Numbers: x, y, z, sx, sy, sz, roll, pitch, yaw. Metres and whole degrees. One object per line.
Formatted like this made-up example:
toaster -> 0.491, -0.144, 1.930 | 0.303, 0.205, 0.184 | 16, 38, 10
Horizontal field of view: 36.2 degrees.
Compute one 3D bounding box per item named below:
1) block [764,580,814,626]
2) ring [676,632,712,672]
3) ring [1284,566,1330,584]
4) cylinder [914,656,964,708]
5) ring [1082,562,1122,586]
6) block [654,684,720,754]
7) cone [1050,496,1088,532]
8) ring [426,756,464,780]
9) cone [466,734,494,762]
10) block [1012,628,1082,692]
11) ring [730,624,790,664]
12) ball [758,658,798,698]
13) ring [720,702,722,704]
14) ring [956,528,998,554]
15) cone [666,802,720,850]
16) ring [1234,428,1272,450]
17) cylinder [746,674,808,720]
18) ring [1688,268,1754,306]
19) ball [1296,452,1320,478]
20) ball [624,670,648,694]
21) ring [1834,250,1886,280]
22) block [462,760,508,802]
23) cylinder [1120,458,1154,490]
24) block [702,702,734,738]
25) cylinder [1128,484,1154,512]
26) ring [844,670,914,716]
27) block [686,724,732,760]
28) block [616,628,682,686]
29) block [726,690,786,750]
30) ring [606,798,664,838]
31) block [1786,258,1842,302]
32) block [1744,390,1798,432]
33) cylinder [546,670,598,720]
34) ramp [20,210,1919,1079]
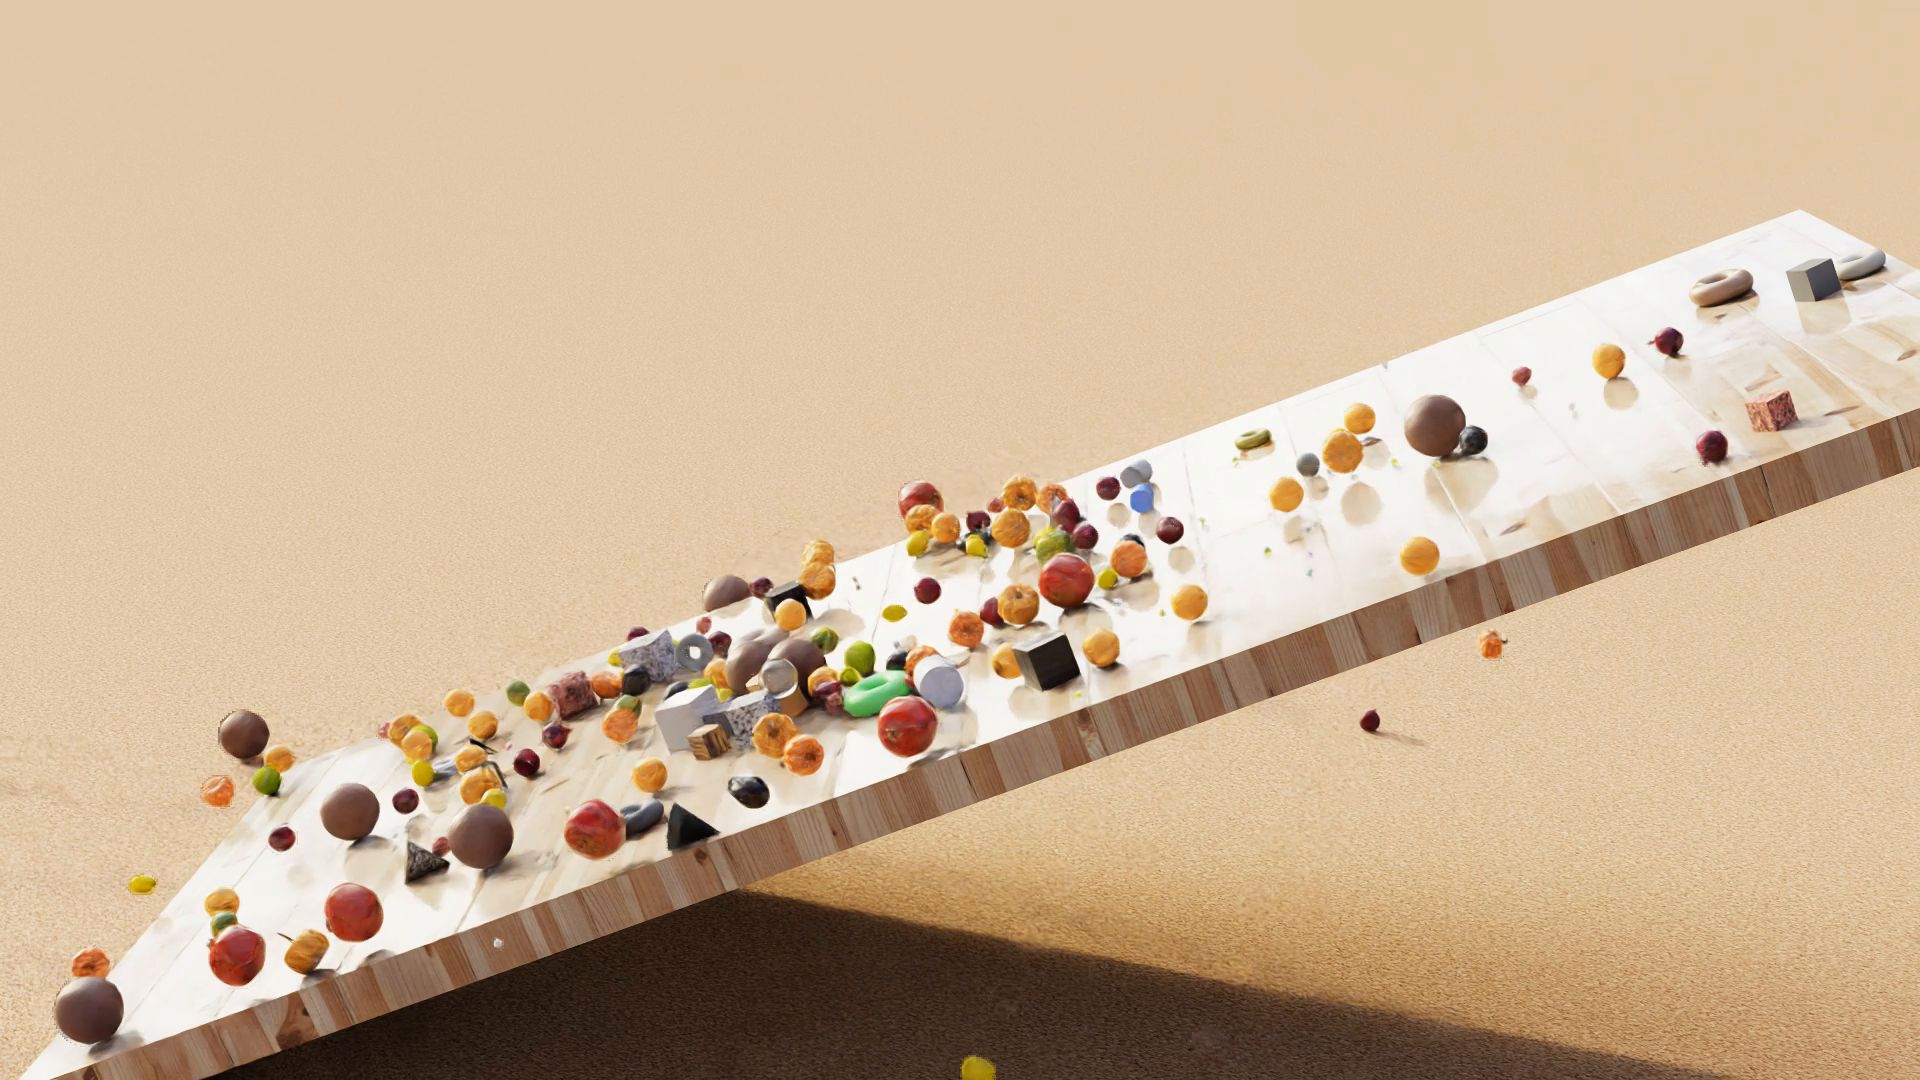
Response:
block -> -0.403, 0.151, 6.893 | 0.079, 0.079, 0.079 | -24, 12, -12
ring -> -0.609, 0.258, 6.749 | 0.092, 0.092, 0.031 | 7, -3, 26
ring -> 0.657, 0.067, 5.548 | 0.091, 0.030, 0.091 | 3, 5, 0
cylinder -> -0.042, 0.273, 5.670 | 0.085, 0.085, 0.085 | -2, 12, -9
ring -> 0.297, 0.071, 6.126 | 0.090, 0.030, 0.090 | -20, 12, 4
block -> -0.559, 0.373, 6.127 | 0.097, 0.097, 0.097 | -14, 14, 32
cone -> 0.253, -0.054, 6.745 | 0.082, 0.082, 0.082 | 9, 15, 11
ring -> -1.179, 0.522, 6.731 | 0.093, 0.031, 0.093 | -20, 12, 4
cone -> -1.094, 0.484, 6.751 | 0.063, 0.063, 0.063 | 15, 8, -20
block -> 0.162, 0.226, 5.533 | 0.084, 0.084, 0.084 | -25, 12, -17
ring -> -0.456, 0.235, 6.683 | 0.148, 0.049, 0.148 | -21, 13, 5
ball -> -0.366, 0.278, 5.927 | 0.081, 0.081, 0.081 | 0, 13, 0
ring -> -0.547, 0.373, 6.257 | 0.103, 0.034, 0.103 | -17, 13, 4
ring -> 0.038, 0.000, 6.894 | 0.105, 0.035, 0.105 | -20, 12, 4
cone -> -0.486, 0.533, 5.416 | 0.091, 0.091, 0.091 | 7, 14, 5
ring -> 0.680, -0.234, 6.813 | 0.091, 0.030, 0.091 | -20, 12, 4
cylinder -> -0.375, 0.317, 6.034 | 0.095, 0.095, 0.095 | -26, 11, 5
ring -> 1.668, -0.555, 6.448 | 0.144, 0.048, 0.144 | -20, 13, 5
ball -> 0.746, -0.162, 6.307 | 0.054, 0.054, 0.054 | 0, 13, 0
ball -> -0.749, 0.326, 6.781 | 0.055, 0.055, 0.055 | 0, 13, 0
ring -> 1.892, -0.580, 6.188 | 0.112, 0.037, 0.112 | -22, 11, 5
block -> -1.029, 0.522, 6.379 | 0.064, 0.064, 0.064 | -27, 13, -24
cylinder -> 0.412, -0.153, 6.855 | 0.057, 0.057, 0.057 | 7, 24, 28
block -> -0.487, 0.374, 6.088 | 0.059, 0.059, 0.059 | -14, 14, 33
cylinder -> 0.407, -0.093, 6.600 | 0.053, 0.053, 0.053 | 2, 15, 7
ring -> -0.160, 0.304, 5.845 | 0.149, 0.050, 0.149 | -20, 13, 5
block -> -0.510, 0.411, 5.974 | 0.055, 0.055, 0.055 | -31, 15, -37
block -> -0.722, 0.278, 6.849 | 0.096, 0.096, 0.096 | -16, 13, 25
block -> -0.413, 0.360, 5.957 | 0.084, 0.084, 0.084 | -19, 12, 13
ring -> -0.626, 0.535, 5.659 | 0.120, 0.040, 0.120 | -22, 11, 4
block -> 1.780, -0.542, 6.135 | 0.070, 0.070, 0.070 | -25, 12, -16
block -> 1.471, -0.234, 5.330 | 0.057, 0.057, 0.057 | -27, 13, -23
cylinder -> -0.900, 0.358, 6.815 | 0.091, 0.091, 0.091 | -24, 19, -12
ramp -> 0.120, 0.175, 6.293 | 4.000, 0.100, 2.000 | -20, 12, 7
